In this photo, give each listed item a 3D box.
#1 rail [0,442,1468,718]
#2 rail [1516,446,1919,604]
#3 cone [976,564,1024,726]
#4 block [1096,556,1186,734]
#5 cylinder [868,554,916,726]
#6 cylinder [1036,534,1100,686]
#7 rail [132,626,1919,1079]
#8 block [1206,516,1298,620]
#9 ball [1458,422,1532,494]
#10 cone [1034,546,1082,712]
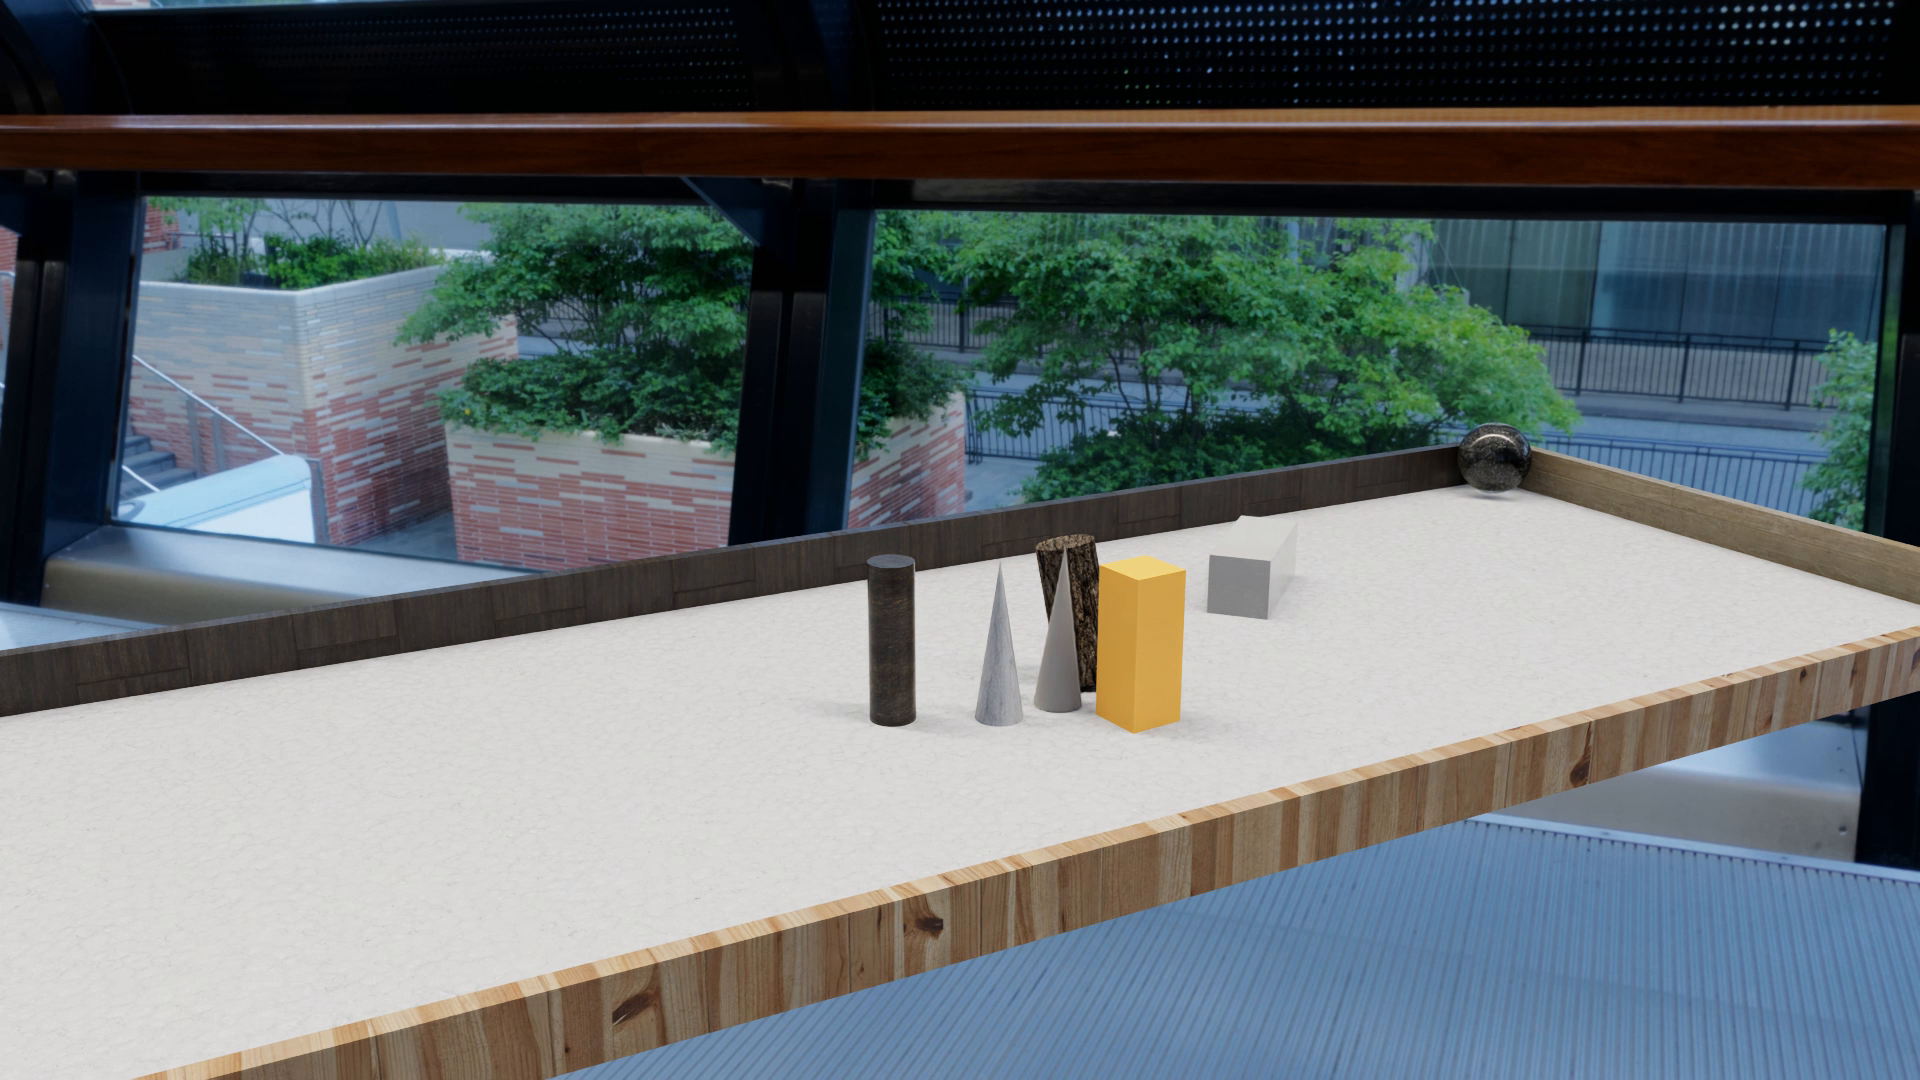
[{"bbox_3d":[-3.305,0.497,3.399,12.000,0.150,0.050,-9,18,-27],"label":"rail"},{"bbox_3d":[2.466,-0.048,5.253,0.050,0.150,2.100,-9,18,-27],"label":"rail"},{"bbox_3d":[0.093,0.233,3.866,0.116,0.392,0.116,0,16,0],"label":"cone"},{"bbox_3d":[0.422,0.243,3.866,0.141,0.374,0.141,-11,19,-32],"label":"block"},{"bbox_3d":[-0.159,0.236,3.863,0.111,0.389,0.111,0,16,0],"label":"cylinder"},{"bbox_3d":[0.289,0.175,4.100,0.148,0.350,0.148,-10,12,2],"label":"cylinder"},{"bbox_3d":[-2.336,1.006,1.665,12.000,0.150,0.050,-9,18,-27],"label":"rail"},{"bbox_3d":[0.855,0.074,4.799,0.171,0.171,0.437,6,17,20],"label":"block"},{"bbox_3d":[1.912,-0.294,5.902,0.256,0.256,0.256,0,16,0],"label":"ball"},{"bbox_3d":[0.243,0.200,3.947,0.118,0.405,0.118,2,16,0],"label":"cone"}]
